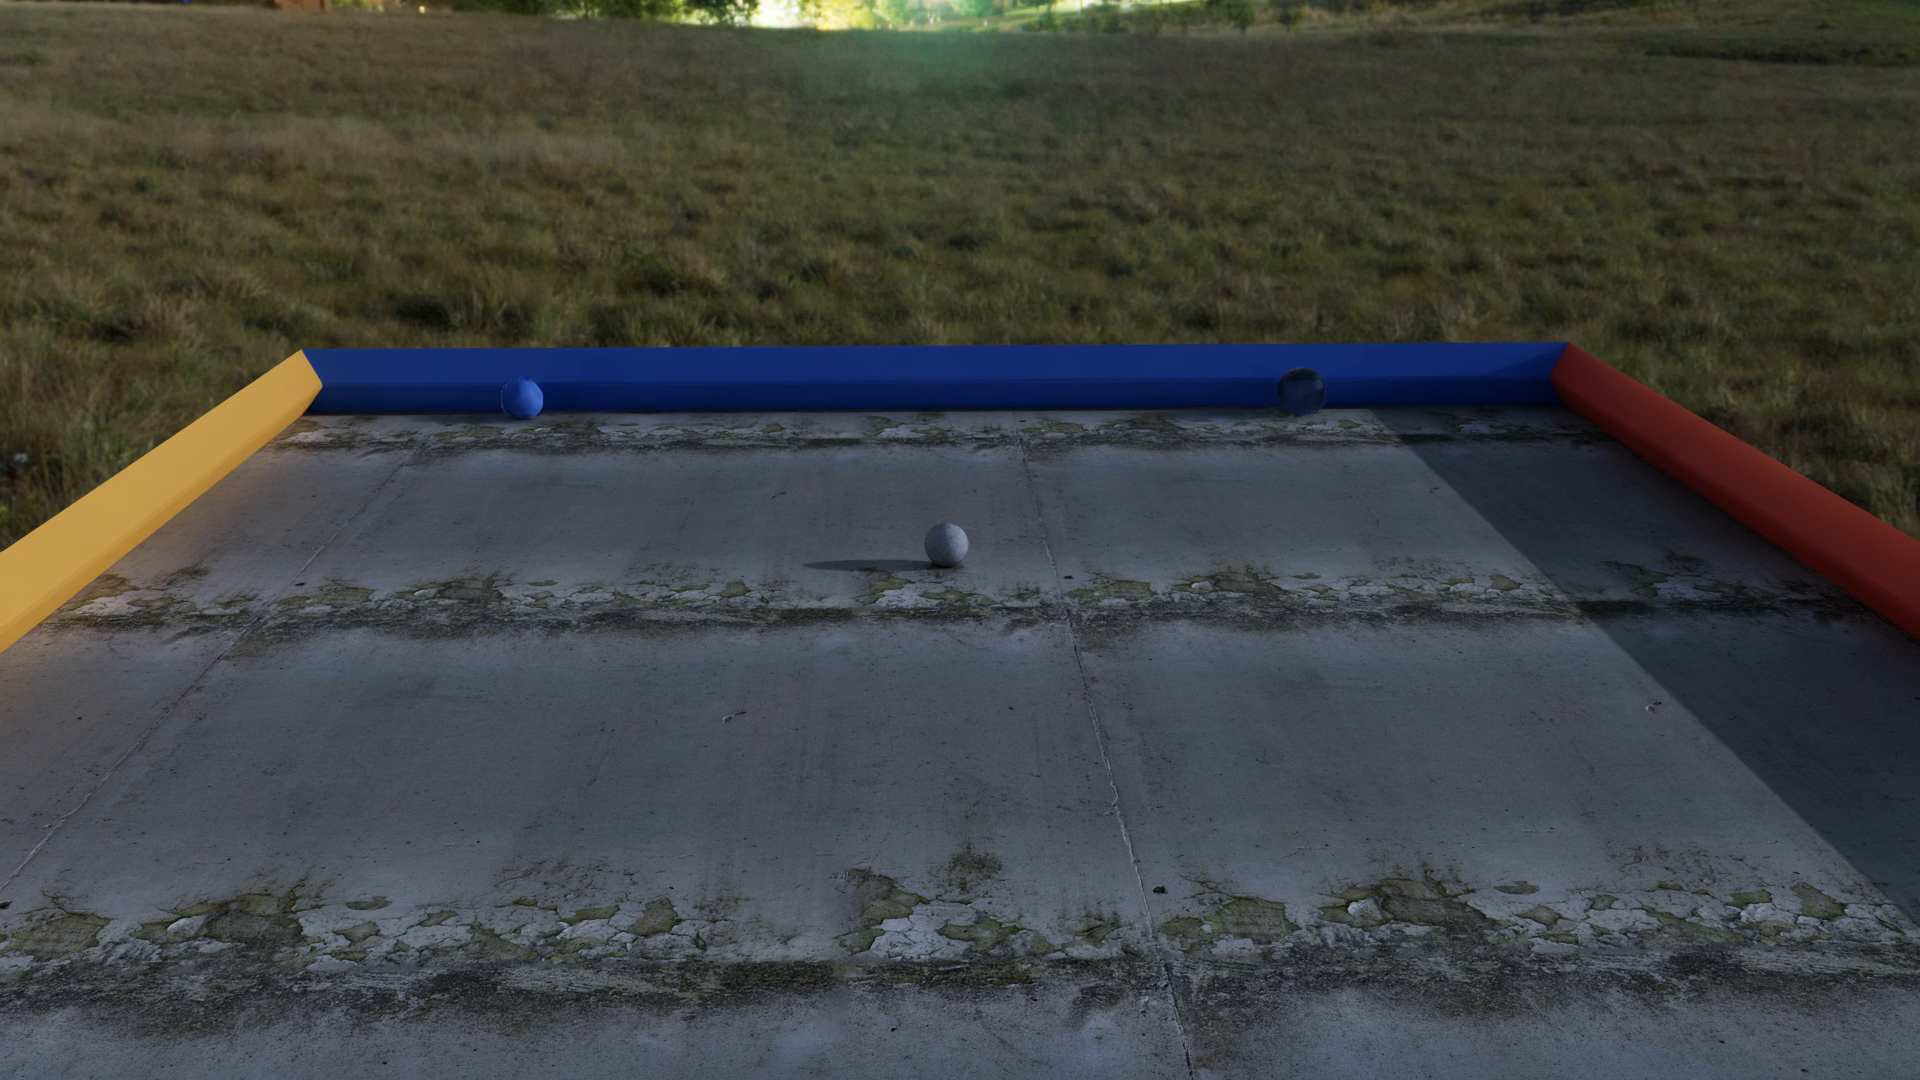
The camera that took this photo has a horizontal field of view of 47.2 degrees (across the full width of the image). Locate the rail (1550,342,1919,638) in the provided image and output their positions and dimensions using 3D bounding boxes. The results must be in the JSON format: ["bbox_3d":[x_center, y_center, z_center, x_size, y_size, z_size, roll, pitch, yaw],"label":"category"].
[{"bbox_3d":[1.149,0.245,1.937,0.045,0.112,4.256,0,15,-2],"label":"rail"}]

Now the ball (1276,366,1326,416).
[{"bbox_3d":[0.604,-0.263,3.896,0.086,0.086,0.086,0,15,0],"label":"ball"}]

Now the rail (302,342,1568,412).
[{"bbox_3d":[-0.034,-0.288,3.934,2.277,0.112,0.045,0,15,-2],"label":"rail"}]

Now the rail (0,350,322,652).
[{"bbox_3d":[-1.079,0.264,1.867,0.045,0.112,4.256,0,15,-2],"label":"rail"}]

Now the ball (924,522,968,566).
[{"bbox_3d":[-0.018,0.006,2.938,0.059,0.059,0.059,0,15,0],"label":"ball"}]

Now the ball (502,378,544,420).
[{"bbox_3d":[-0.767,-0.247,3.864,0.071,0.071,0.071,0,15,0],"label":"ball"}]
